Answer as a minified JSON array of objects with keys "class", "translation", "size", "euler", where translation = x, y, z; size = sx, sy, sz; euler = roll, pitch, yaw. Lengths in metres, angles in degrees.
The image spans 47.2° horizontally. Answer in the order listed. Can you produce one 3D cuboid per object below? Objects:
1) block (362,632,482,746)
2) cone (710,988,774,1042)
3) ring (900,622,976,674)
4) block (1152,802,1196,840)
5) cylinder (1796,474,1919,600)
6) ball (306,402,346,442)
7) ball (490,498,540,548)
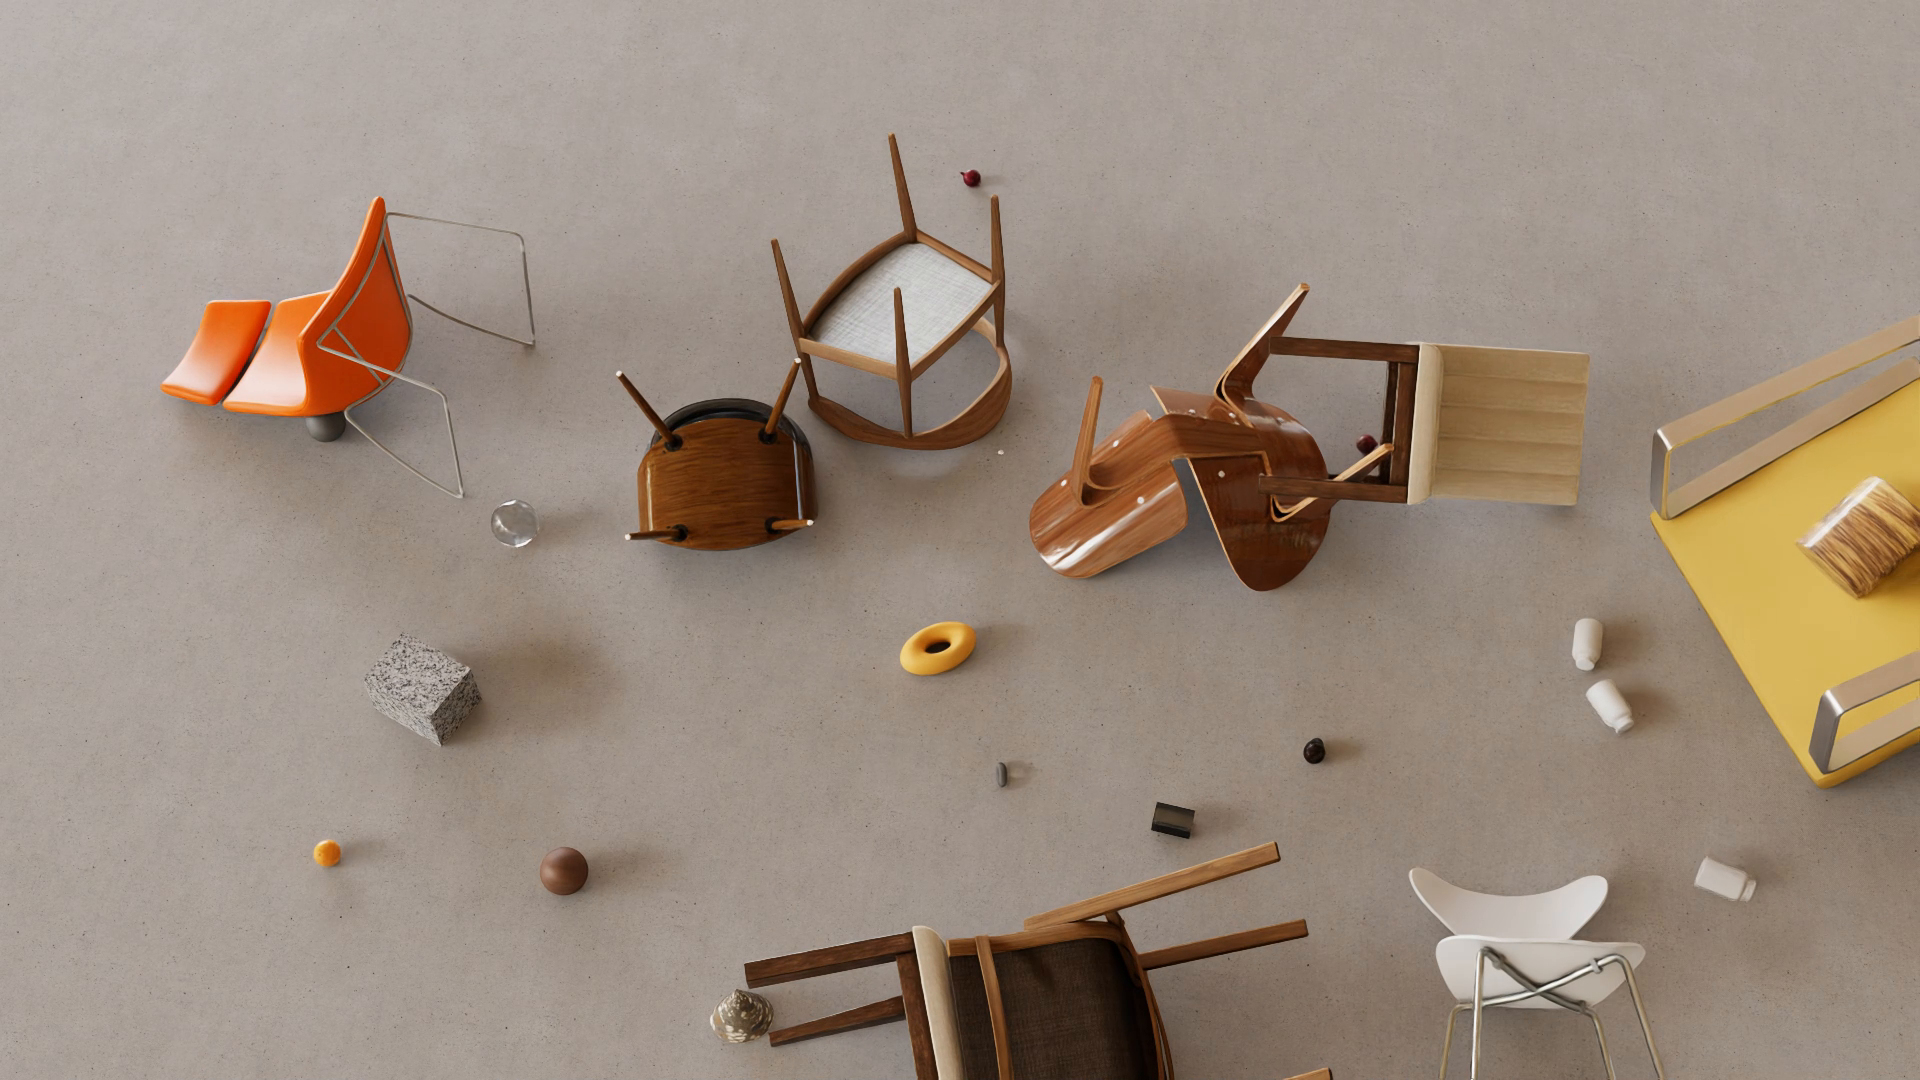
[{"class":"block","translation":[-1.512,0.420,6.189],"size":[0.238,0.171,0.182],"euler":[26,60,17]},{"class":"cone","translation":[-0.568,1.192,5.658],"size":[0.166,0.192,0.139],"euler":[-8,57,-5]},{"class":"ring","translation":[-0.062,0.310,6.318],"size":[0.236,0.082,0.139],"euler":[-22,60,-15]},{"class":"block","translation":[0.584,0.768,6.021],"size":[0.107,0.063,0.057],"euler":[12,57,8]},{"class":"cylinder","translation":[2.485,-0.008,6.039],"size":[0.270,0.202,0.237],"euler":[-44,45,8]},{"class":"ball","translation":[-1.945,-0.360,6.742],"size":[0.121,0.121,0.121],"euler":[0,56,0]},{"class":"ball","translation":[-1.320,-0.050,6.521],"size":[0.144,0.144,0.144],"euler":[0,56,0]}]
